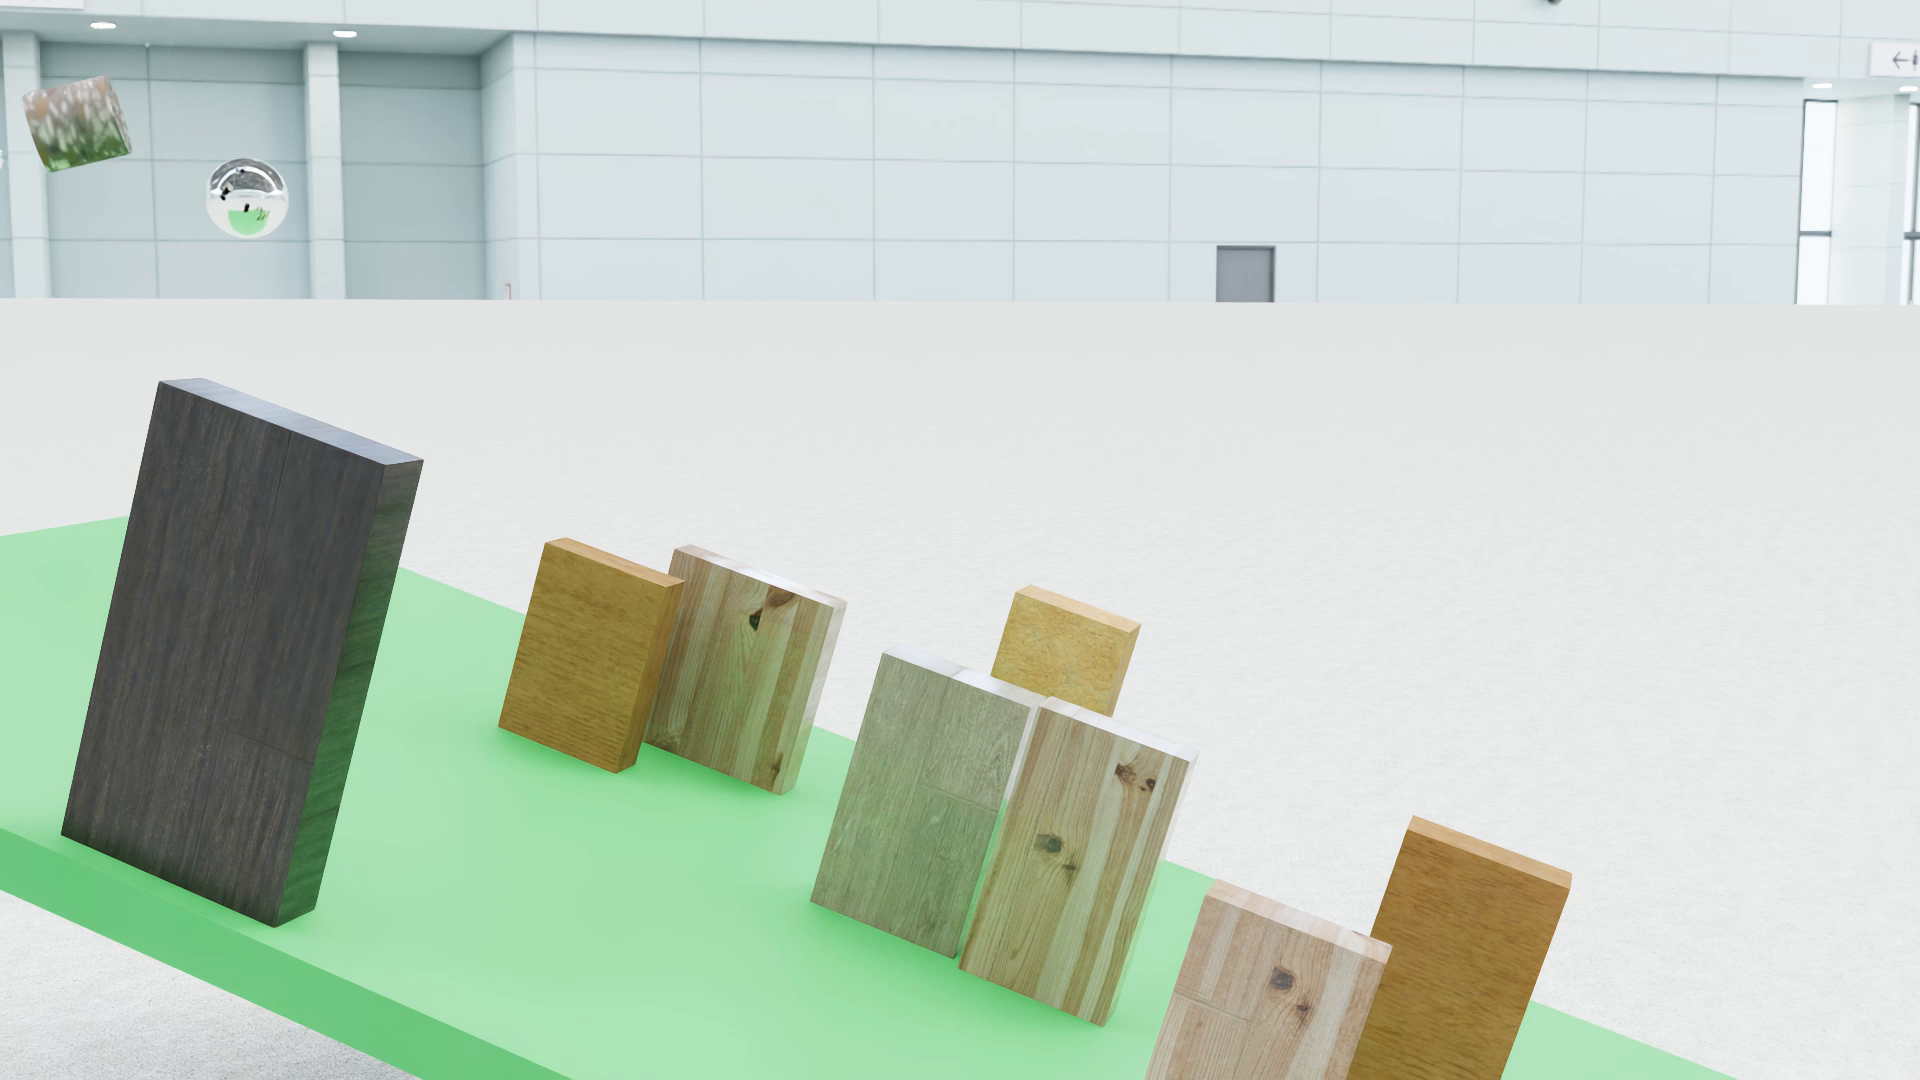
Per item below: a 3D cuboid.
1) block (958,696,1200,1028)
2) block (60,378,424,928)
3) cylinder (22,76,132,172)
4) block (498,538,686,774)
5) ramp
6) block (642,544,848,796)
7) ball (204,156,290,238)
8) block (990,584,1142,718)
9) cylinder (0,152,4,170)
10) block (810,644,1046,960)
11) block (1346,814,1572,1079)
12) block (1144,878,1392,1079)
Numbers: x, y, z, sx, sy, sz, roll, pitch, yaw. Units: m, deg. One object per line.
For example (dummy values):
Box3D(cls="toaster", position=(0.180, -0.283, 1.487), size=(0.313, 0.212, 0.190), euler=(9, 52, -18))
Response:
Box3D(cls="block", position=(0.215, 0.588, 4.029), size=(0.292, 0.527, 0.093), euler=(19, 12, 14))
Box3D(cls="block", position=(-1.139, 0.175, 3.472), size=(0.412, 0.768, 0.110), euler=(19, 12, 14))
Box3D(cls="cylinder", position=(-1.785, -0.842, 4.451), size=(0.162, 0.162, 0.162), euler=(-16, 10, -11))
Box3D(cls="block", position=(-0.770, 0.238, 4.584), size=(0.283, 0.412, 0.095), euler=(19, 12, 14))
Box3D(cls="ramp", position=(-0.367, 0.705, 4.233), size=(4.000, 0.100, 2.000), euler=(19, 12, 14))
Box3D(cls="block", position=(-0.485, 0.278, 4.747), size=(0.380, 0.432, 0.087), euler=(19, 12, 14))
Box3D(cls="ball", position=(-1.557, -0.747, 4.801), size=(0.176, 0.176, 0.176), euler=(0, 7, 0))
Box3D(cls="block", position=(0.194, 0.392, 4.958), size=(0.270, 0.513, 0.131), euler=(19, 12, 14))
Box3D(cls="cylinder", position=(-2.014, -0.719, 4.352), size=(0.174, 0.174, 0.174), euler=(1, 50, 7))
Box3D(cls="block", position=(-0.063, 0.490, 4.144), size=(0.299, 0.510, 0.107), euler=(19, 12, 14))
Box3D(cls="block", position=(0.766, 0.792, 3.600), size=(0.267, 0.621, 0.098), euler=(19, 12, 14))
Box3D(cls="block", position=(0.422, 0.806, 3.269), size=(0.274, 0.534, 0.090), euler=(19, 12, 14))
